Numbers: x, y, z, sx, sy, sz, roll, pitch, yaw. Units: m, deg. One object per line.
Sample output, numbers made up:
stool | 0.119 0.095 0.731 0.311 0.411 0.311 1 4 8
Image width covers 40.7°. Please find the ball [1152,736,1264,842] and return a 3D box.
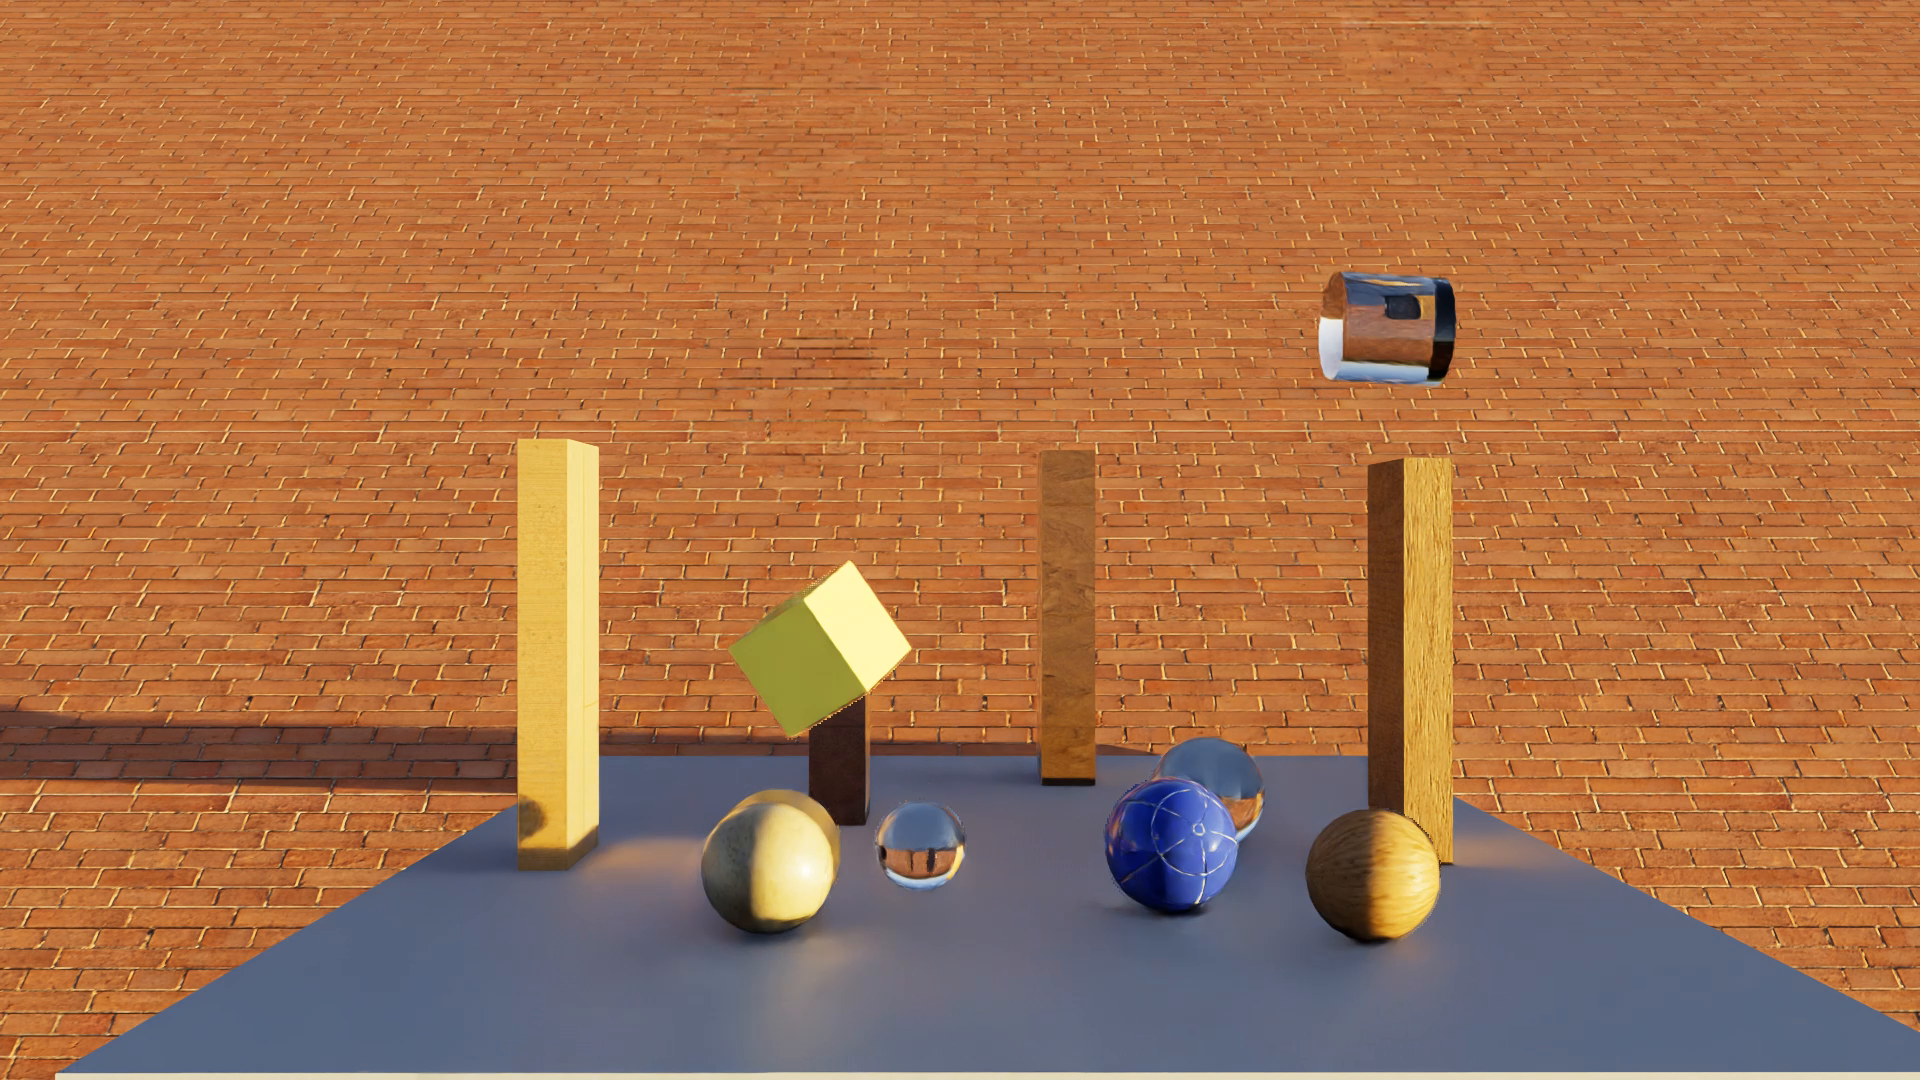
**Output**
ball | 0.436 0.450 4.575 0.204 0.204 0.204 0 30 0

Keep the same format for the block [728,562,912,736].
block | -0.161 0.125 2.991 0.125 0.125 0.125 -32 5 31

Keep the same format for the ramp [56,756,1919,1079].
ramp | 0.068 0.602 4.664 2.000 0.100 4.000 0 0 0

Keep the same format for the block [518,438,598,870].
block | -0.697 0.192 4.508 0.083 0.721 0.376 0 0 0

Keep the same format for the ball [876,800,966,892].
ball | -0.062 0.480 4.066 0.142 0.142 0.142 0 30 0

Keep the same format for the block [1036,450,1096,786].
block | 0.244 0.176 6.008 0.120 0.756 0.357 0 0 0

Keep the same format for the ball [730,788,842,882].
ball | -0.267 0.458 3.808 0.185 0.185 0.185 0 30 0

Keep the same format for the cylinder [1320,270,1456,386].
cylinder | 0.438 -0.217 2.659 0.112 0.112 0.112 3 30 -7

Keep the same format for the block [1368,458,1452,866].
block | 0.793 0.206 4.579 0.082 0.690 0.388 0 0 0

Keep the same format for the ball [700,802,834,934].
ball | -0.269 0.458 3.615 0.185 0.185 0.185 0 30 0

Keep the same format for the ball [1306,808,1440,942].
ball | 0.565 0.459 3.547 0.182 0.182 0.182 0 30 0

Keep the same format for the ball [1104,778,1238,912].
ball | 0.313 0.452 3.838 0.198 0.198 0.198 0 30 0

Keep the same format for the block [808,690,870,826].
block | -0.238 0.349 5.146 0.109 0.408 0.268 0 0 0
